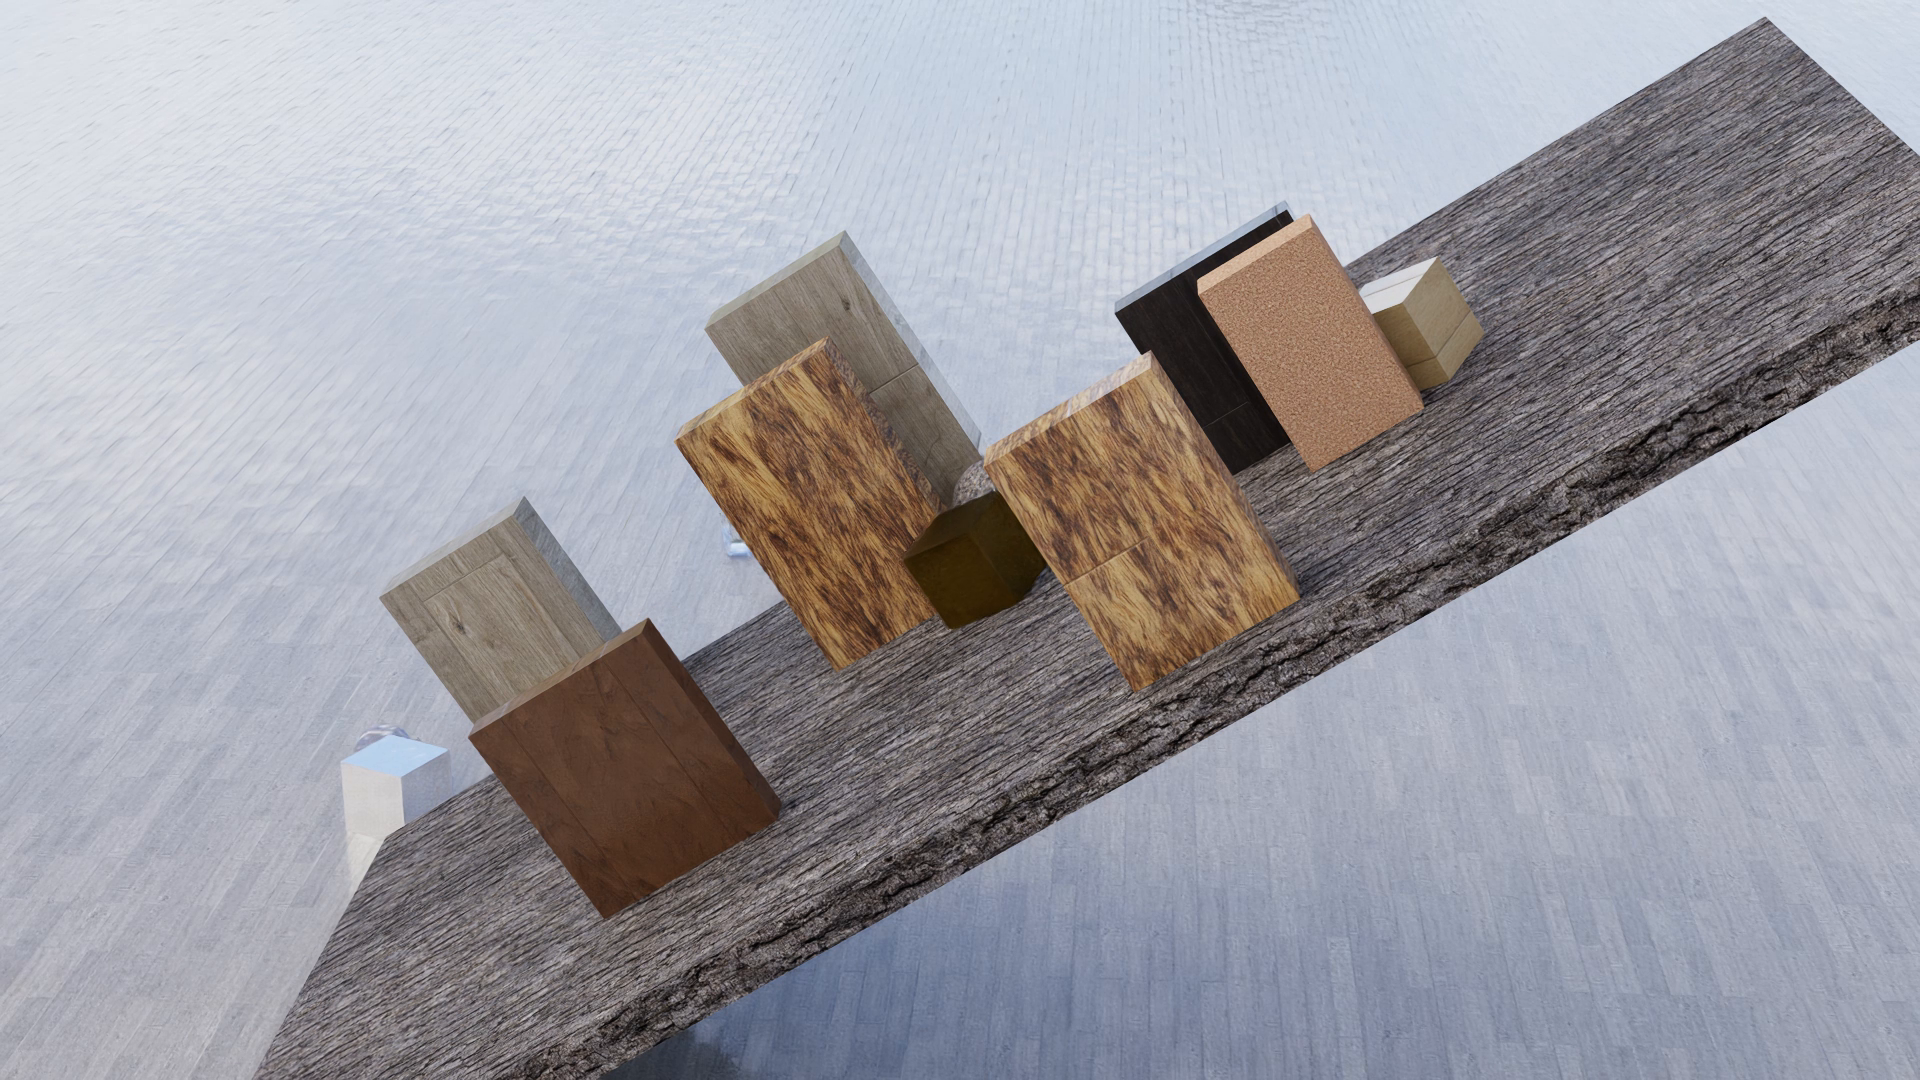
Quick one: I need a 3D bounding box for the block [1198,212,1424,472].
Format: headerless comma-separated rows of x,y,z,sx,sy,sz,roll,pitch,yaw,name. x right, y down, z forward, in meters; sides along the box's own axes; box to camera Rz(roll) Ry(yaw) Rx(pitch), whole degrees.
0.694,-0.389,5.822,0.257,0.433,0.113,-31,15,14,block

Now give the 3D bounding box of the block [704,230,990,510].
-0.207,-0.278,6.723,0.366,0.773,0.138,-31,15,14,block

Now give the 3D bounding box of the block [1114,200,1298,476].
0.607,-0.409,6.076,0.410,0.429,0.083,-31,15,14,block

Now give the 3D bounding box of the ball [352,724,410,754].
-1.601,0.598,8.170,0.171,0.171,0.171,0,20,0,ball

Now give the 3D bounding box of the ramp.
0.140,0.170,6.294,4.000,0.100,2.000,-31,15,14,ramp

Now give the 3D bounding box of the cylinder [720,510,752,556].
-0.690,-0.051,9.900,0.196,0.196,0.196,-6,21,-15,cylinder

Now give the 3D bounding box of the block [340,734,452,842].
-1.513,0.673,7.915,0.205,0.205,0.205,11,23,27,block

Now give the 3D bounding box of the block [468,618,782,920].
-0.678,0.468,5.977,0.433,0.479,0.084,-31,15,14,block

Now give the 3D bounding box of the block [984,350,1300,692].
0.331,-0.031,5.326,0.351,0.512,0.110,-31,15,14,block

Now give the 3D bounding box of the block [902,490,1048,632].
0.038,0.041,6.344,0.192,0.192,0.192,-23,19,36,block

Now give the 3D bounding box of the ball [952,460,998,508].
0.087,-0.083,6.590,0.209,0.209,0.209,0,20,0,ball

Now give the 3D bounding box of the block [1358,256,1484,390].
0.905,-0.422,5.953,0.189,0.189,0.189,-20,21,43,block

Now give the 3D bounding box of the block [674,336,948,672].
-0.282,-0.076,6.512,0.397,0.641,0.111,-31,15,14,block

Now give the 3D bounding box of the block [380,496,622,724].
-1.089,0.251,7.301,0.411,0.589,0.141,-31,15,14,block
